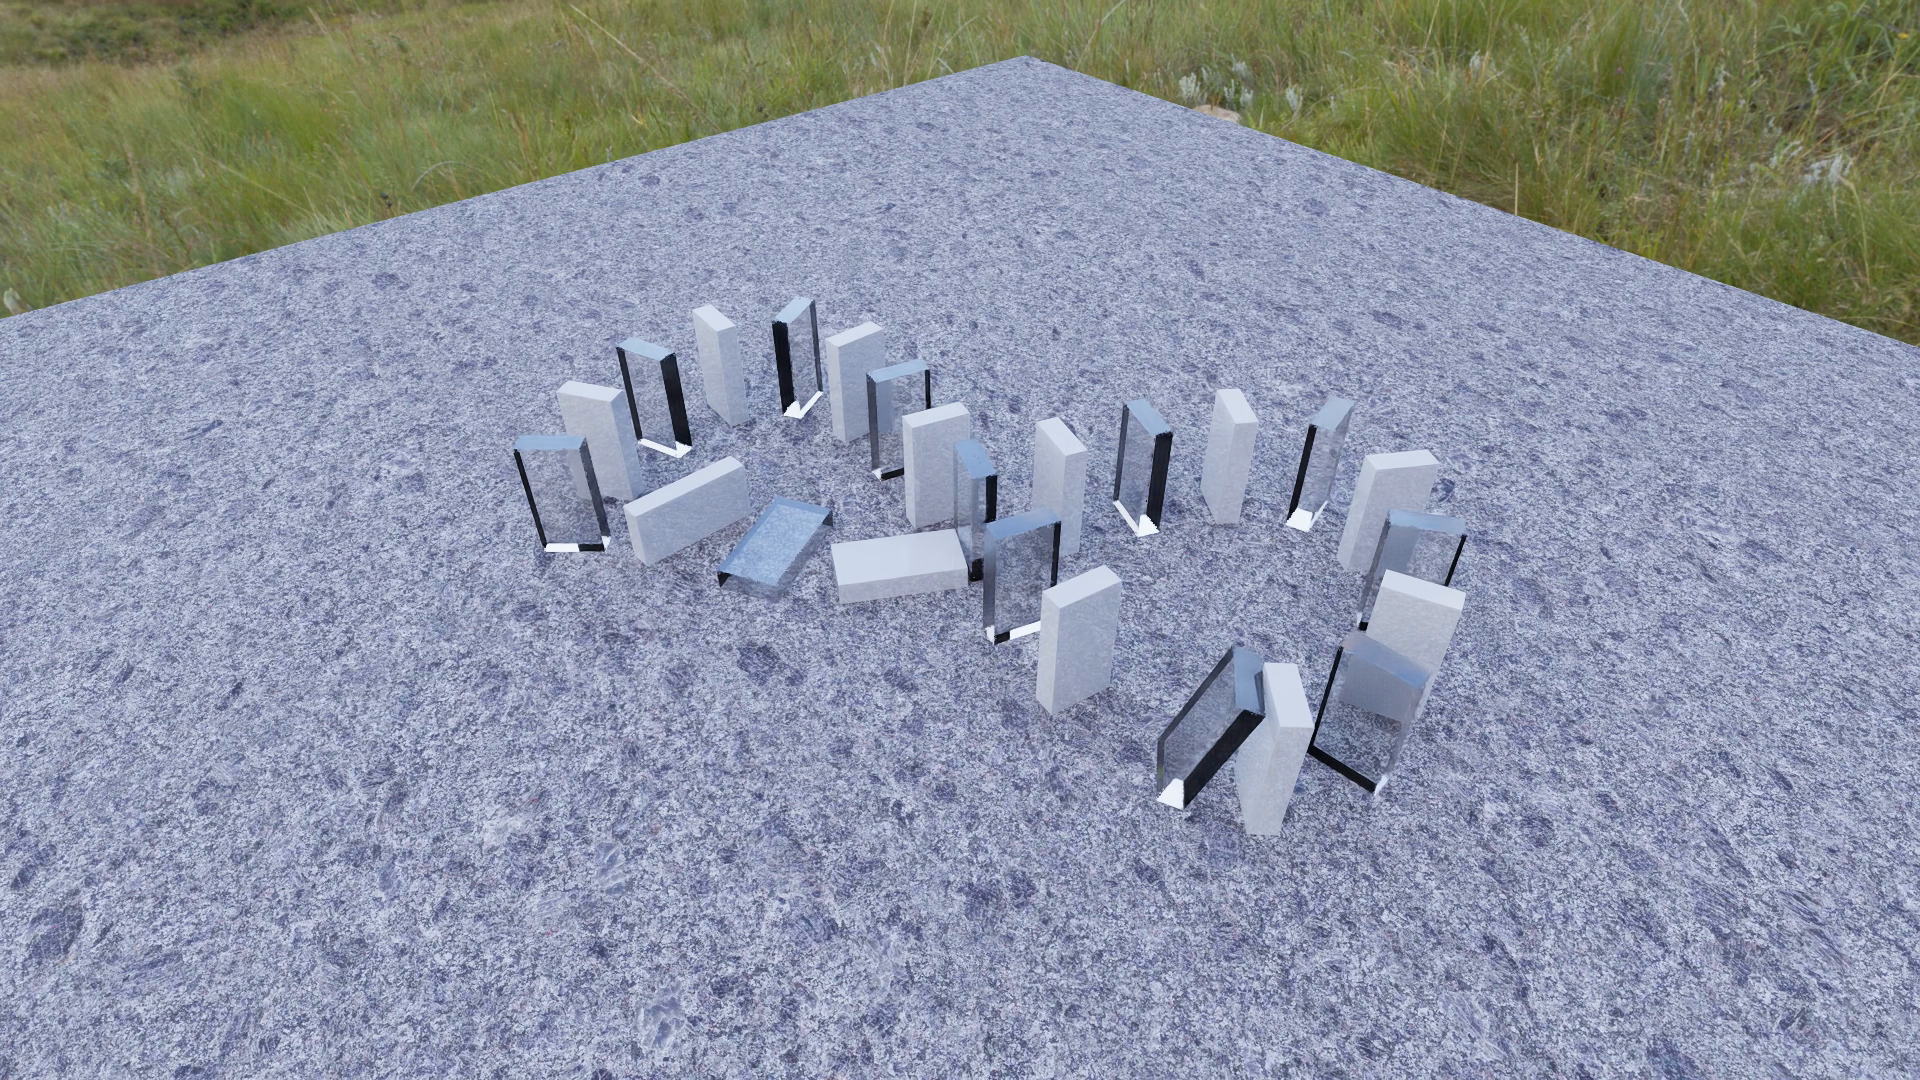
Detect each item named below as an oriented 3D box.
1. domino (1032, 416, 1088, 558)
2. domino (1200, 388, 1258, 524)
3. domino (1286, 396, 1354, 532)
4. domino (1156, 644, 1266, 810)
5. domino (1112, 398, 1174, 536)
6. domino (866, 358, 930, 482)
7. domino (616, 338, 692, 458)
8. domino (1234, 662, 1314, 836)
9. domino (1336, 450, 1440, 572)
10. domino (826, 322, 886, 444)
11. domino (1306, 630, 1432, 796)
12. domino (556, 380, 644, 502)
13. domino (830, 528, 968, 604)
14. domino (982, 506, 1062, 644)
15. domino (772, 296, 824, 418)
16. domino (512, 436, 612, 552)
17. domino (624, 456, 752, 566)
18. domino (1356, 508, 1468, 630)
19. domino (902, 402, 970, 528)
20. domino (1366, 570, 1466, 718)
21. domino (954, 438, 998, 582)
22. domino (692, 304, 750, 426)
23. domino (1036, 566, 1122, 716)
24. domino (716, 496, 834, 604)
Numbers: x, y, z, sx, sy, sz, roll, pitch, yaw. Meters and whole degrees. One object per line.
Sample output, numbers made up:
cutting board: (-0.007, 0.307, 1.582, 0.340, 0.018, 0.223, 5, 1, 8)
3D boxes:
domino: (0.039, -0.021, 0.437, 0.009, 0.050, 0.025, -15, 42, -18)
domino: (0.110, -0.034, 0.453, 0.009, 0.050, 0.025, -4, 39, -5)
domino: (0.147, -0.031, 0.449, 0.009, 0.050, 0.025, 23, 45, 26)
domino: (0.077, 0.058, 0.340, 0.010, 0.050, 0.025, 21, 40, -6)
domino: (0.074, -0.029, 0.447, 0.009, 0.050, 0.025, -12, 41, -14)
domino: (-0.026, -0.051, 0.474, 0.025, 0.050, 0.010, -18, 43, -21)
domino: (-0.135, -0.063, 0.488, 0.025, 0.050, 0.009, 20, 43, 23)
domino: (0.094, 0.064, 0.333, 0.009, 0.050, 0.025, 2, 39, 0)
domino: (0.164, -0.011, 0.424, 0.025, 0.050, 0.009, -6, 40, -7)
domino: (-0.046, -0.071, 0.498, 0.025, 0.050, 0.009, -29, 47, -31)
domino: (0.127, 0.055, 0.345, 0.025, 0.050, 0.009, 32, 49, 33)
domino: (-0.150, -0.041, 0.462, 0.025, 0.050, 0.009, 11, 41, 13)
domino: (-0.024, 0.010, 0.431, 0.050, 0.010, 0.025, -7, 40, -9)
domino: (0.022, 0.013, 0.395, 0.025, 0.050, 0.009, -16, 42, -19)
domino: (-0.076, -0.085, 0.516, 0.009, 0.050, 0.025, 13, 41, 15)
domino: (-0.156, -0.018, 0.433, 0.025, 0.050, 0.010, 0, 39, 0)
domino: (-0.110, -0.012, 0.446, 0.050, 0.025, 0.009, -31, 48, -32)
domino: (0.162, 0.013, 0.396, 0.025, 0.050, 0.009, 9, 40, 10)
domino: (-0.009, -0.030, 0.448, 0.025, 0.050, 0.010, -17, 42, -20)
domino: (0.149, 0.035, 0.368, 0.025, 0.050, 0.010, 18, 43, 21)
domino: (0.006, -0.011, 0.425, 0.010, 0.050, 0.025, -11, 41, -13)
domino: (-0.111, -0.081, 0.510, 0.009, 0.050, 0.025, -25, 45, -27)
domino: (0.039, 0.034, 0.370, 0.025, 0.050, 0.009, -22, 44, -24)
domino: (-0.073, 0.003, 0.440, 0.025, 0.010, 0.050, 13, 41, 16)
